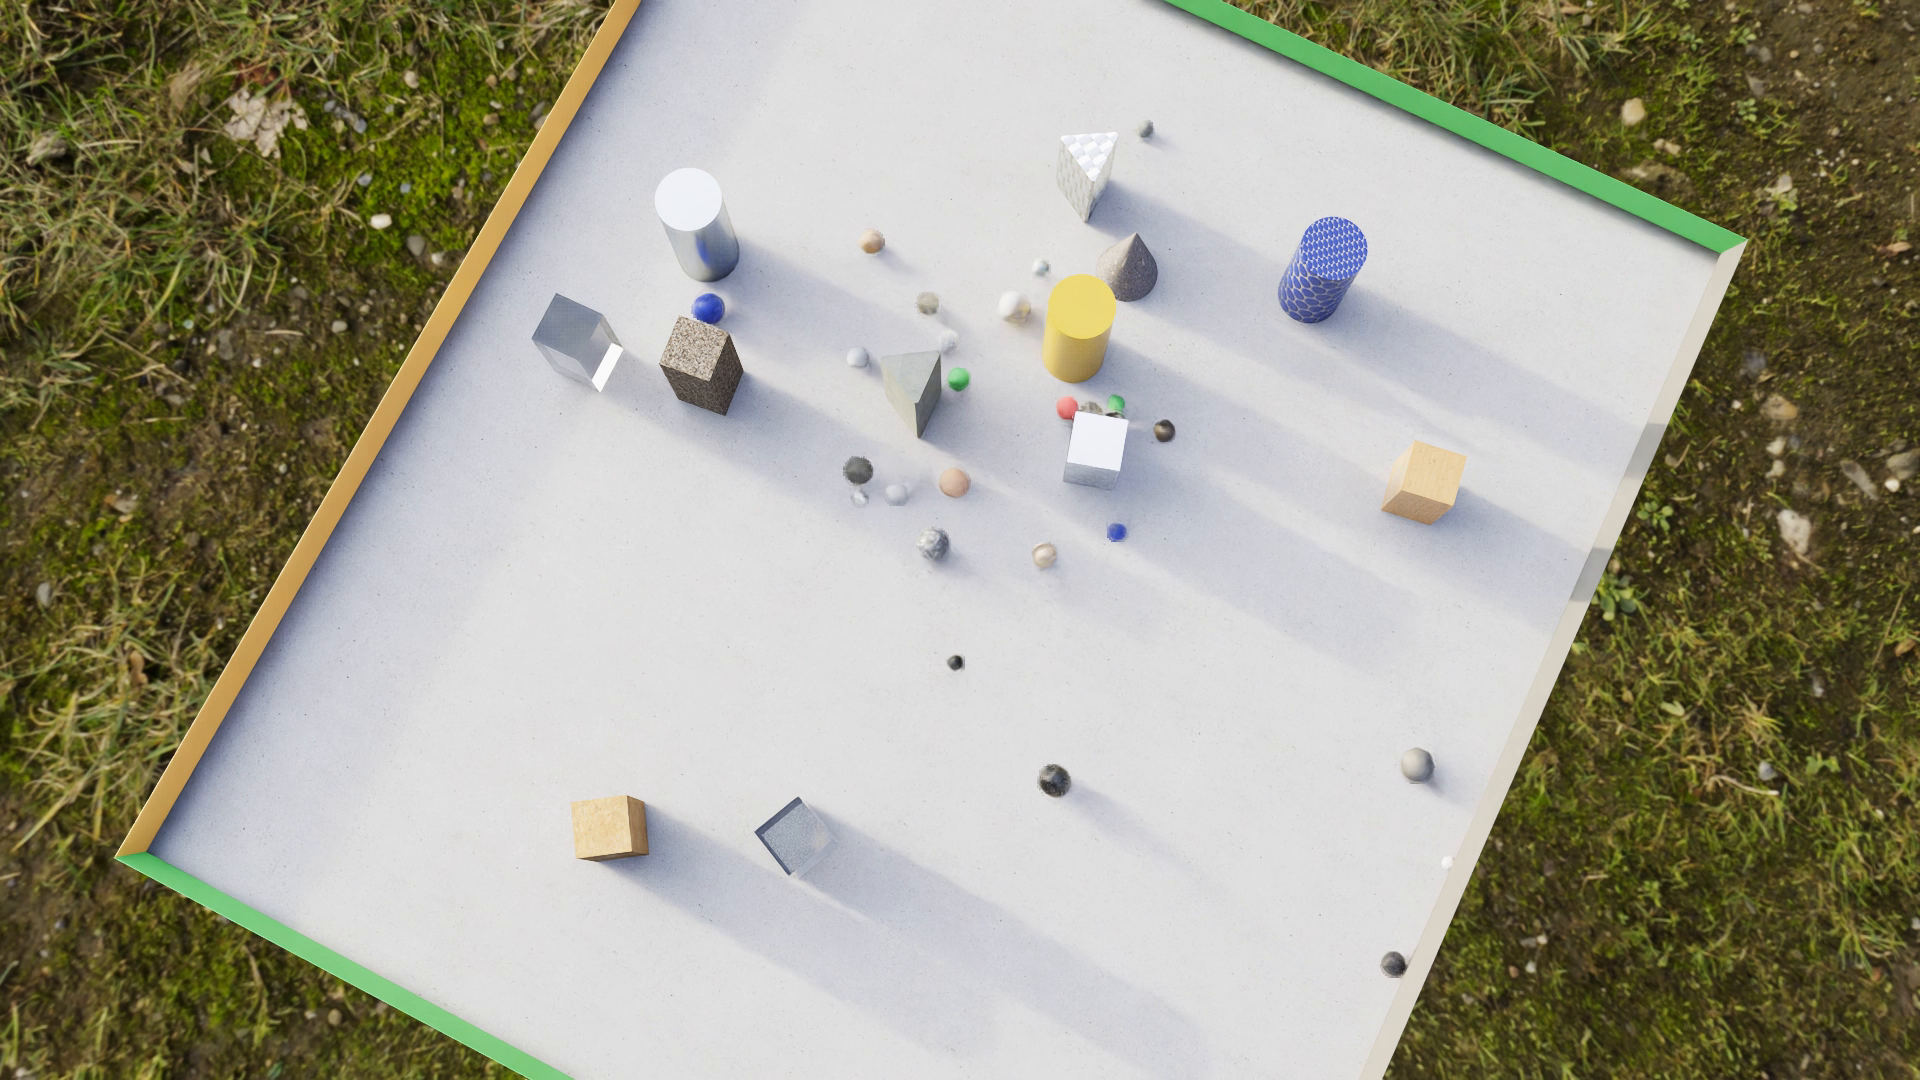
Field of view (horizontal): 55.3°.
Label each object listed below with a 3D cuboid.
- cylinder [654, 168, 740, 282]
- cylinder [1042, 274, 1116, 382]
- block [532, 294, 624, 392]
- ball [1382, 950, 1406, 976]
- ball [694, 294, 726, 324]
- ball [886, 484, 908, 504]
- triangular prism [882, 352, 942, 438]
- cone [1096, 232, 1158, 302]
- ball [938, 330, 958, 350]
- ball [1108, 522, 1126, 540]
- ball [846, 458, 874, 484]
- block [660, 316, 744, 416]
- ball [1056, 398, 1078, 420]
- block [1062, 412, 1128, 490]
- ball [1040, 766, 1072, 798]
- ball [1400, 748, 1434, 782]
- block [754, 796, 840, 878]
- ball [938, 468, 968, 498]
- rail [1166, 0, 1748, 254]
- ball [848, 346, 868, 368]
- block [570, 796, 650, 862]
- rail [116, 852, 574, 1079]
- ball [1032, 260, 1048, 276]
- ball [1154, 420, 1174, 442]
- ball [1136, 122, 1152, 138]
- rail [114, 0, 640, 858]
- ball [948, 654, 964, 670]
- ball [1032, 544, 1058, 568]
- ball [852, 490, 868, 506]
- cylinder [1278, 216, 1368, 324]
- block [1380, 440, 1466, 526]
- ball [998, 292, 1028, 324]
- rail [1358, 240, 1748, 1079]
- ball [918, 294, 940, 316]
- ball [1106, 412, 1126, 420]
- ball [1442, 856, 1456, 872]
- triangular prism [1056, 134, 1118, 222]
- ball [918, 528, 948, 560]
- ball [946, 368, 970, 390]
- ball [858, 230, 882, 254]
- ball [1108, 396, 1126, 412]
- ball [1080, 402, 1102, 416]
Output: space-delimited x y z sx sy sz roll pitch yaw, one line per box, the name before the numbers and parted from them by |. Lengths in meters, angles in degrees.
cylinder | -0.796 -0.954 5.588 0.197 0.442 0.197 0 78 0
cylinder | 0.354 -0.631 5.521 0.197 0.444 0.197 0 78 0
block | -1.159 -0.596 5.571 0.158 0.331 0.158 25 79 5
ball | 1.260 1.230 5.326 0.070 0.070 0.070 0 78 0
ball | -0.782 -0.721 5.716 0.097 0.097 0.097 0 78 0
ball | -0.193 -0.142 5.613 0.065 0.065 0.065 0 78 0
triangular prism | -0.118 -0.465 5.510 0.148 0.398 0.171 -36 81 -7
cone | 0.526 -0.882 5.623 0.197 0.344 0.197 0 78 0
ball | -0.037 -0.621 5.713 0.063 0.063 0.063 0 78 0
ball | 0.481 -0.028 5.593 0.057 0.057 0.057 0 78 0
ball | -0.308 -0.211 5.617 0.085 0.085 0.085 0 78 0
block | -0.776 -0.522 5.533 0.158 0.376 0.158 20 79 4
ball | 0.332 -0.406 5.665 0.070 0.070 0.070 0 78 0
block | 0.407 -0.267 5.542 0.158 0.254 0.158 10 78 2
ball | 0.281 0.713 5.421 0.094 0.094 0.094 0 78 0
ball | 1.354 0.666 5.428 0.099 0.099 0.099 0 78 0
block | -0.465 0.859 5.276 0.158 0.318 0.158 -39 81 -7
ball | -0.020 -0.176 5.607 0.089 0.089 0.089 0 78 0
rail | 0.856 -1.670 5.896 3.529 0.128 0.045 26 80 5
ball | -0.317 -0.568 5.699 0.068 0.068 0.068 0 78 0
block | -1.008 0.835 5.294 0.158 0.294 0.158 -7 78 -2
rail | -0.856 1.684 5.202 3.529 0.128 0.045 26 80 5
ball | 0.252 -0.855 5.766 0.053 0.053 0.053 0 78 0
ball | 0.630 -0.338 5.653 0.067 0.067 0.067 0 78 0
ball | 0.587 -1.312 5.861 0.054 0.054 0.054 0 78 0
rail | -1.557 -0.755 5.706 0.045 0.128 3.876 26 80 5
ball | -0.014 0.369 5.515 0.049 0.049 0.049 0 78 0
ball | 0.258 0.048 5.568 0.075 0.075 0.075 0 78 0
ball | -0.308 -0.131 5.619 0.048 0.048 0.048 0 78 0
cylinder | 1.100 -0.817 5.581 0.197 0.400 0.197 0 78 0
block | 1.392 -0.169 5.513 0.158 0.271 0.158 18 79 4
ball | 0.165 -0.726 5.717 0.097 0.097 0.097 0 78 0
rail | 1.557 0.769 5.391 0.045 0.128 3.876 26 80 5
ball | -0.098 -0.737 5.734 0.069 0.069 0.069 0 78 0
ball | 0.474 -0.356 5.650 0.080 0.080 0.080 0 78 0
ball | 1.441 0.953 5.396 0.046 0.046 0.046 0 78 0
triangular prism | 0.414 -1.151 5.682 0.148 0.339 0.171 -33 80 -6
ball | -0.082 0.012 5.565 0.095 0.095 0.095 0 78 0
ball | -0.005 -0.498 5.684 0.070 0.070 0.070 0 78 0
ball | -0.282 -0.939 5.774 0.073 0.073 0.073 0 78 0
ball | 0.486 -0.422 5.678 0.051 0.051 0.051 0 78 0
ball | 0.403 -0.388 5.659 0.074 0.074 0.074 0 78 0
